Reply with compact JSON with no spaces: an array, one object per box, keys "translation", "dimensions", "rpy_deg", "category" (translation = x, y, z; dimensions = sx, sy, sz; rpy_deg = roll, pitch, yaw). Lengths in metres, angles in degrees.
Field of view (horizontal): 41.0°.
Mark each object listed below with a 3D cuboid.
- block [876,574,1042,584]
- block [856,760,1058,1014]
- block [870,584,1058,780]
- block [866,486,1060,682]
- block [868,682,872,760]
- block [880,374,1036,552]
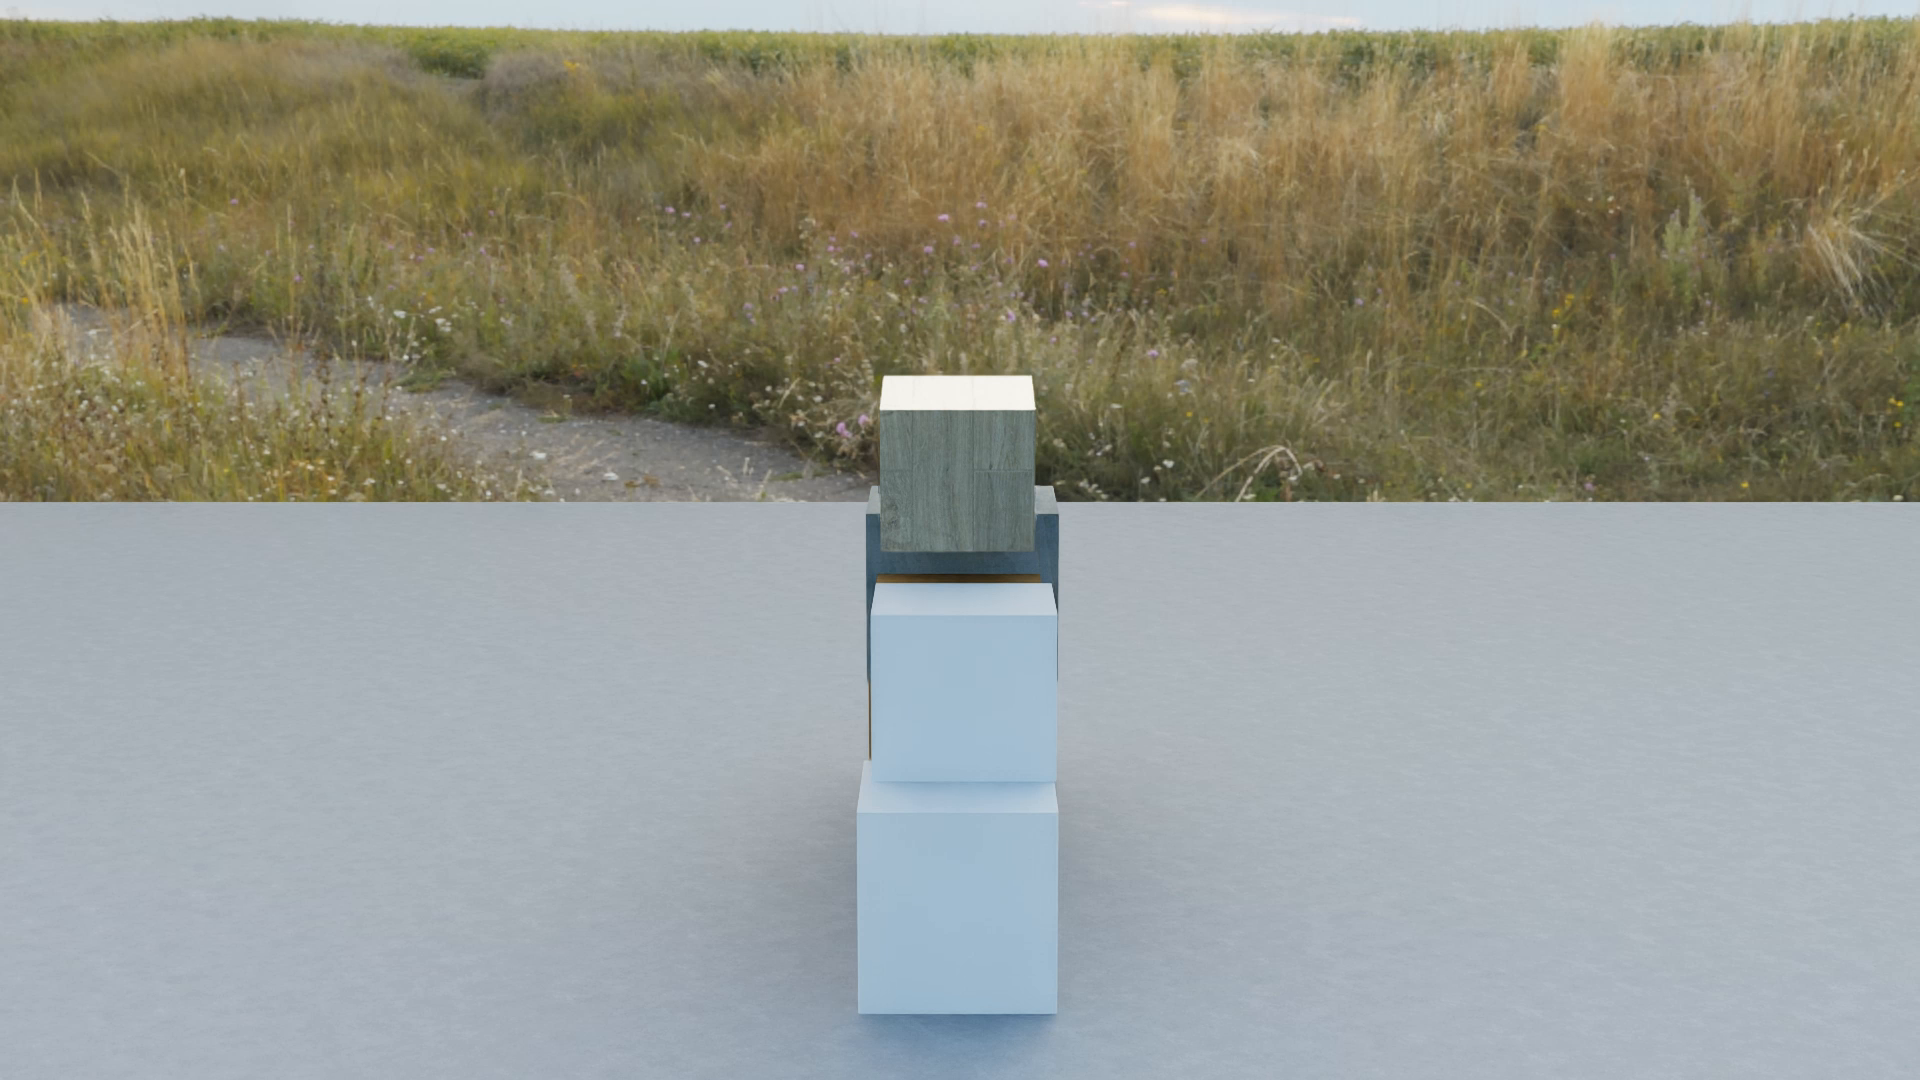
[{"translation":[-0.005,0.576,10.976],"dimensions":[0.713,0.734,0.745],"rpy_deg":[0,10,0],"category":"block"},{"translation":[-0.009,1.338,10.002],"dimensions":[0.753,0.788,0.740],"rpy_deg":[0,10,0],"category":"block"},{"translation":[0.015,0.557,10.256],"dimensions":[0.720,0.658,0.652],"rpy_deg":[0,10,0],"category":"block"},{"translation":[0.010,0.188,11.689],"dimensions":[0.847,0.756,0.776],"rpy_deg":[0,10,0],"category":"block"},{"translation":[-0.009,0.934,12.065],"dimensions":[0.810,0.846,0.796],"rpy_deg":[0,10,0],"category":"block"},{"translation":[-0.010,-0.333,10.905],"dimensions":[0.640,0.610,0.635],"rpy_deg":[0,17,0],"category":"block"}]
